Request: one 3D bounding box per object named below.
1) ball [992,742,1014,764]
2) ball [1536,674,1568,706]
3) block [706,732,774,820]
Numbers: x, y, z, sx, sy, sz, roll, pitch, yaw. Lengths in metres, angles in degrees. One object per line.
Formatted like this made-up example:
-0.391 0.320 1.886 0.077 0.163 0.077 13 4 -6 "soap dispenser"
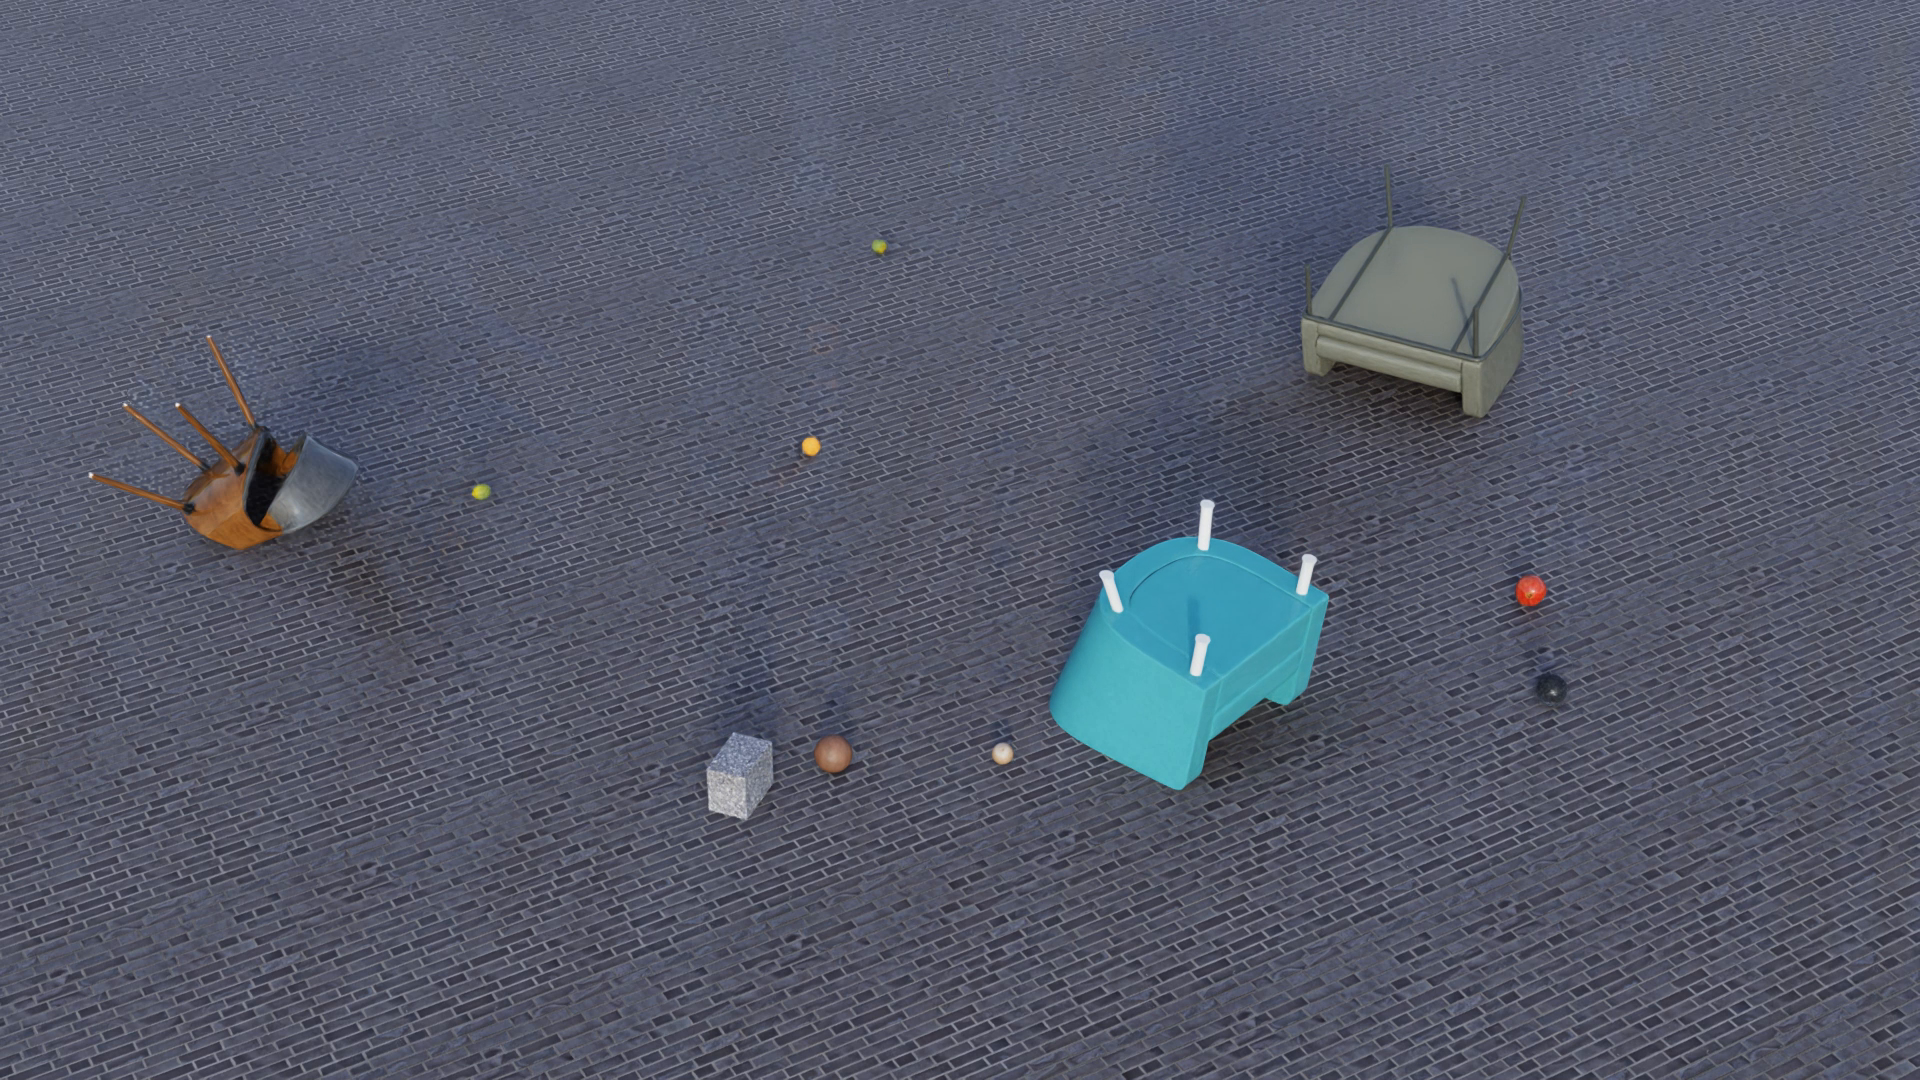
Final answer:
0.143 0.713 9.795 0.074 0.074 0.074 0 33 0 "ball"
2.032 0.515 10.065 0.107 0.107 0.107 0 33 0 "ball"
-0.720 0.773 9.614 0.137 0.172 0.210 12 35 18 "block"
